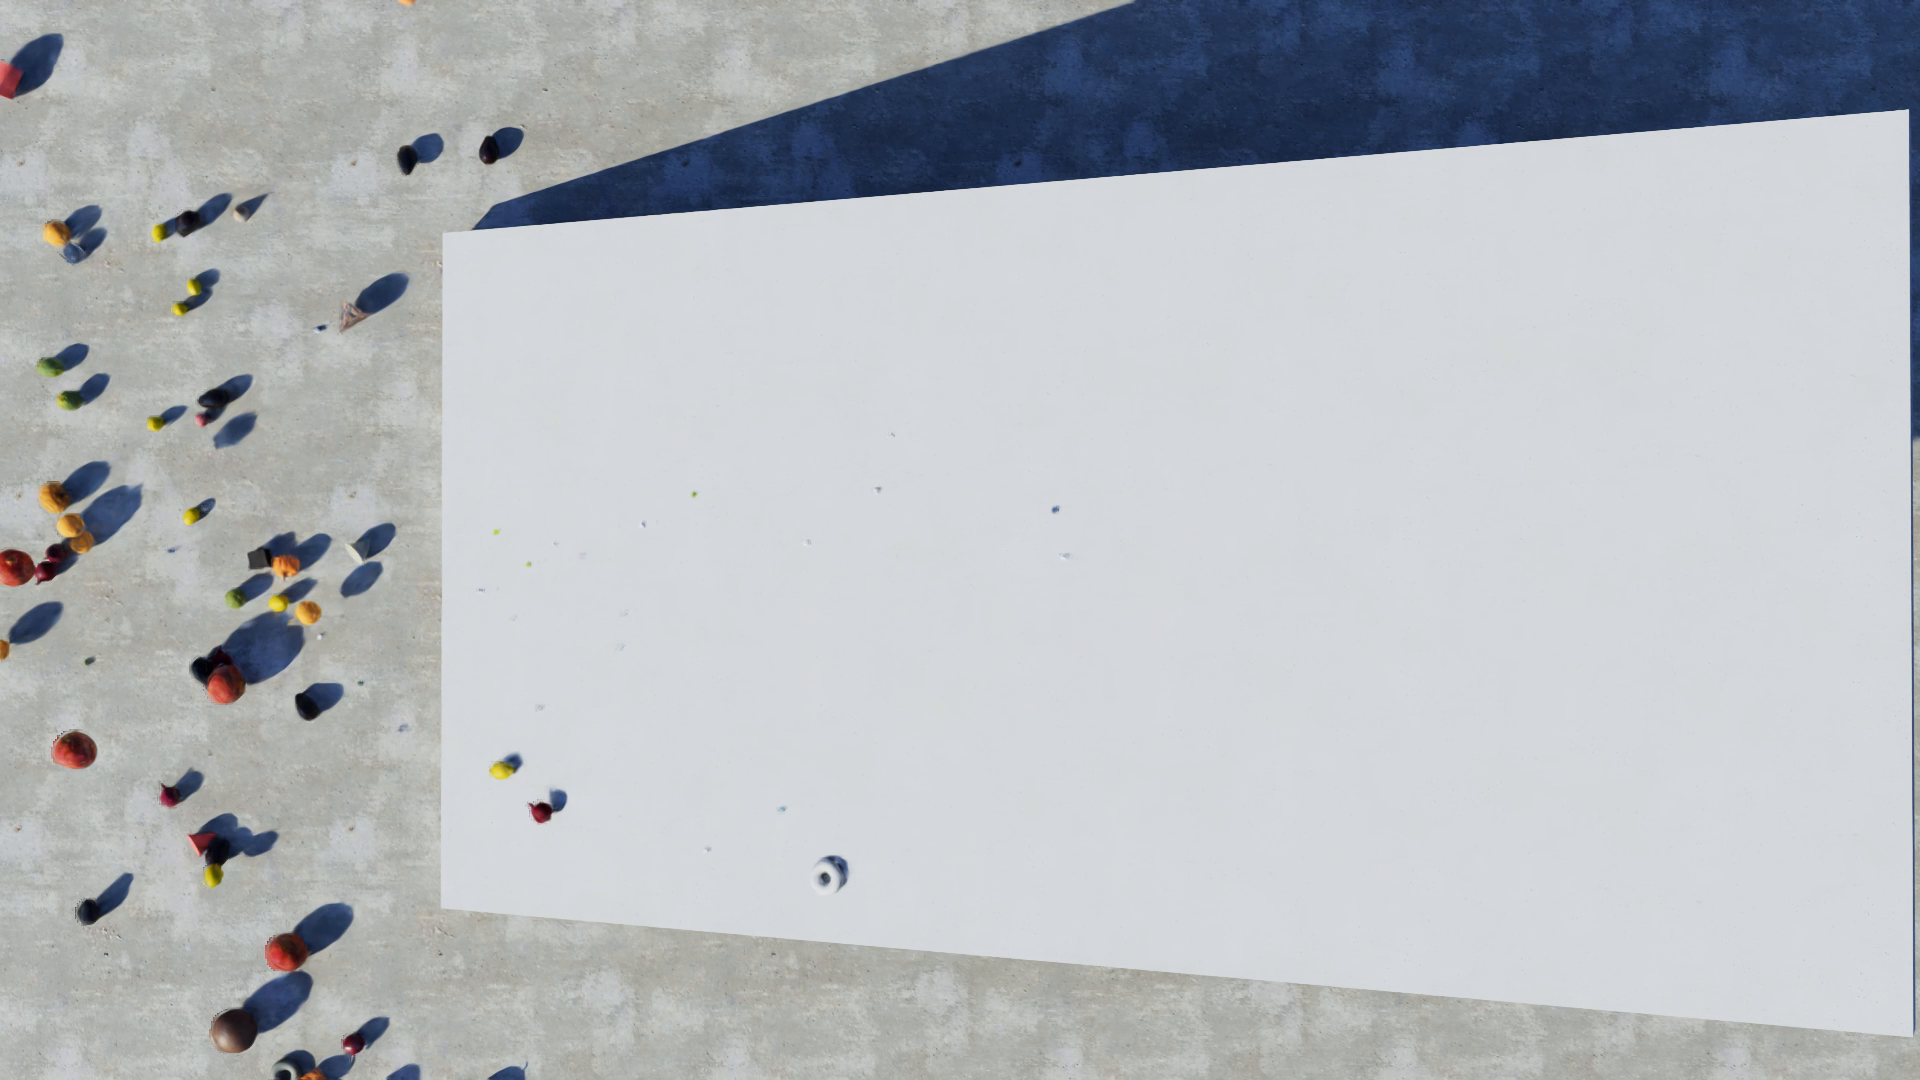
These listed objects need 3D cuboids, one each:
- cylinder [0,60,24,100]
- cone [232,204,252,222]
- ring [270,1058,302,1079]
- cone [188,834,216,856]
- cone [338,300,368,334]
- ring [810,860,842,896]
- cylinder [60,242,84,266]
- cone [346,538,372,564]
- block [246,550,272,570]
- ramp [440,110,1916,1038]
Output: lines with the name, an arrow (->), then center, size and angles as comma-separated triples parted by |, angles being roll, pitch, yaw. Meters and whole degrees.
cylinder -> -2.863, -1.377, 6.573 | 0.093, 0.093, 0.093 | 22, 86, 0
cone -> -2.161, -0.985, 6.587 | 0.058, 0.058, 0.058 | 0, 89, 0
ring -> -2.013, 1.599, 6.572 | 0.097, 0.032, 0.097 | 0, 89, -1
cone -> -2.256, 0.897, 6.578 | 0.077, 0.077, 0.077 | -30, 89, -28
cone -> -1.828, -0.652, 6.559 | 0.092, 0.092, 0.092 | 30, 80, 0
ring -> -0.358, 0.908, 5.906 | 0.098, 0.033, 0.098 | -1, 87, 27
cylinder -> -2.660, -0.859, 6.589 | 0.052, 0.052, 0.052 | 40, 90, 0
cone -> -1.787, 0.018, 6.588 | 0.076, 0.076, 0.076 | 46, 63, 0
block -> -2.095, 0.059, 6.579 | 0.052, 0.052, 0.052 | -11, 89, 0
ramp -> 0.280, 0.080, 5.673 | 4.000, 0.100, 2.000 | 0, 89, 26
